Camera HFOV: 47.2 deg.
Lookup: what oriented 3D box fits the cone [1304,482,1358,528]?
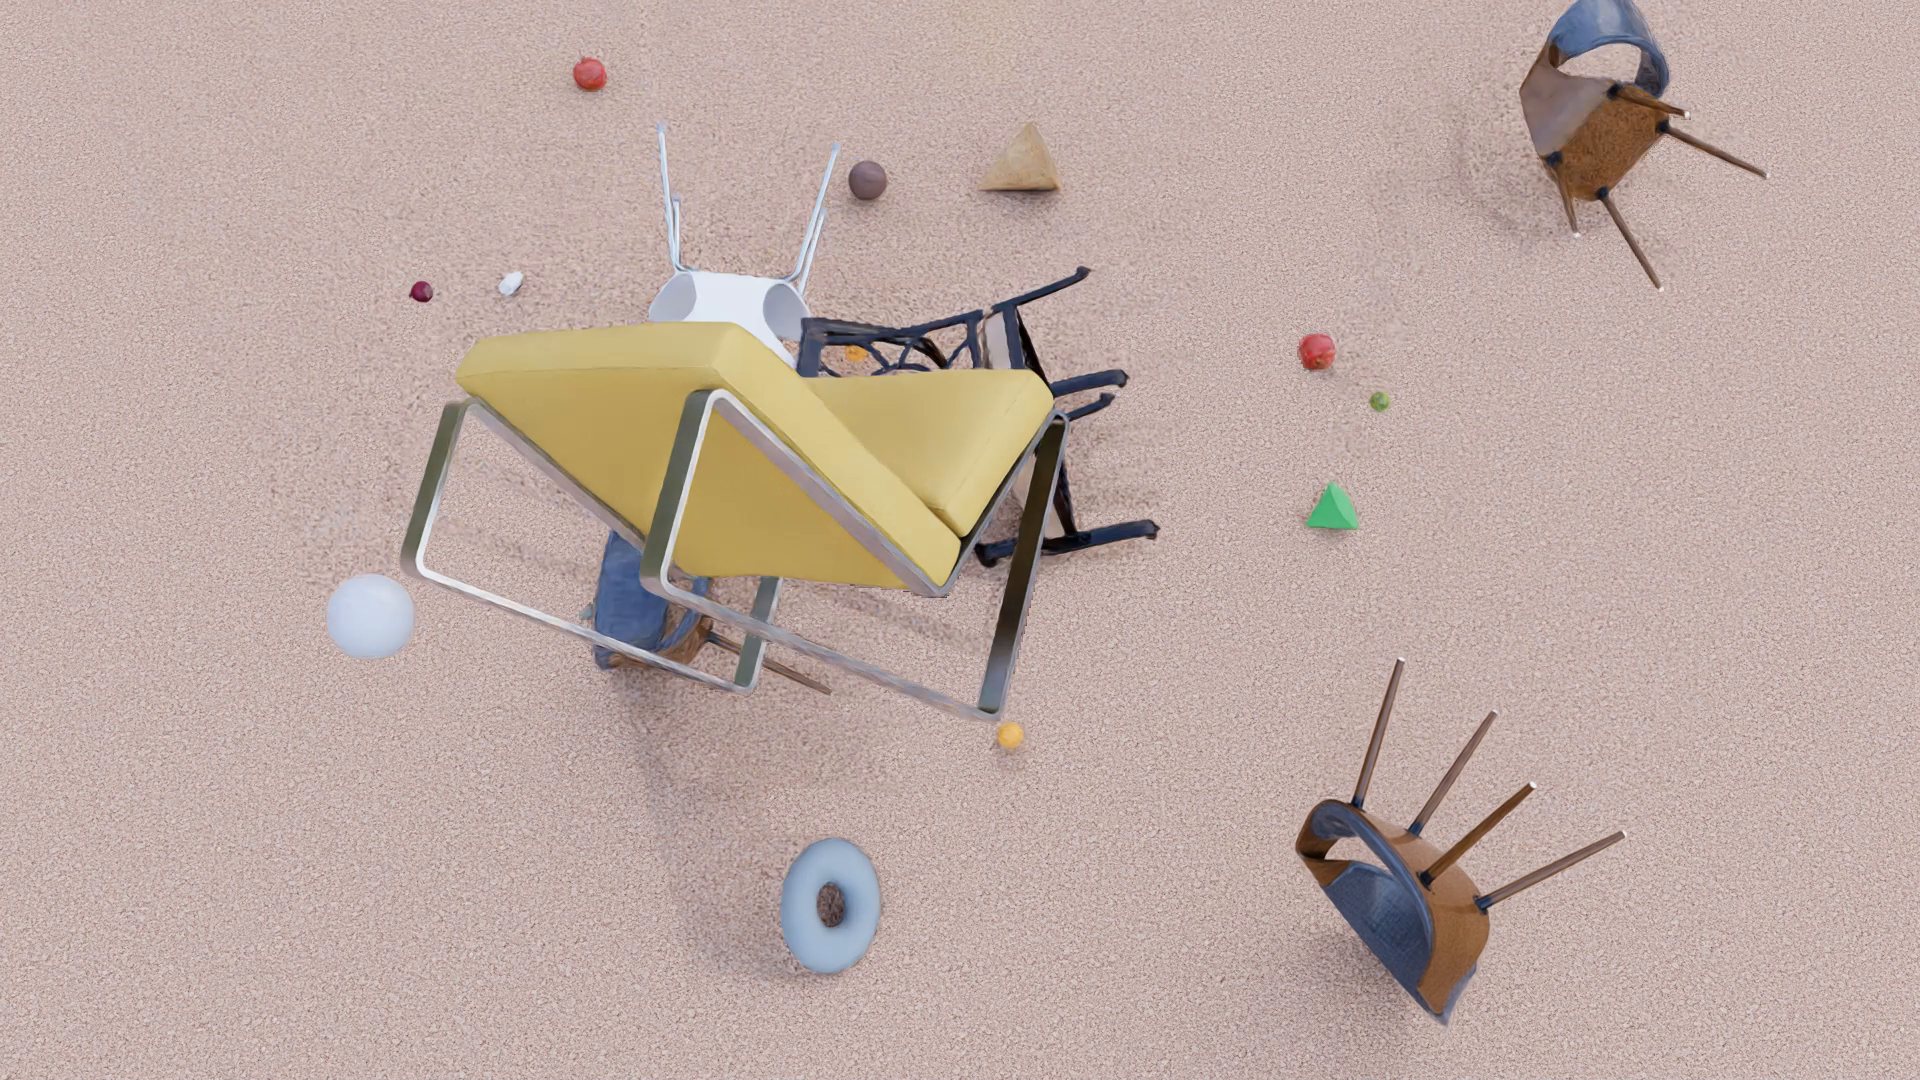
[{"bbox_3d":[1.089,-0.075,6.579,0.136,0.187,0.156,-29,79,21],"label":"cone"}]

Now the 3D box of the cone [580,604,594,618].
[{"bbox_3d":[-1.080,0.215,6.417,0.032,0.037,0.054,41,84,-6],"label":"cone"}]

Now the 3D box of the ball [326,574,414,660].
[{"bbox_3d":[-1.662,0.215,6.202,0.241,0.241,0.241,0,56,0],"label":"ball"}]

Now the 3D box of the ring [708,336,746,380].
[{"bbox_3d":[-0.727,-0.568,6.866,0.095,0.115,0.223,20,26,-12],"label":"ring"}]

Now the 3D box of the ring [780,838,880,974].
[{"bbox_3d":[-0.343,0.965,5.812,0.275,0.120,0.362,16,65,-23],"label":"ring"}]

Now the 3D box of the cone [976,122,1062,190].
[{"bbox_3d":[0.168,-1.224,7.331,0.263,0.234,0.256,-24,62,13],"label":"cone"}]
